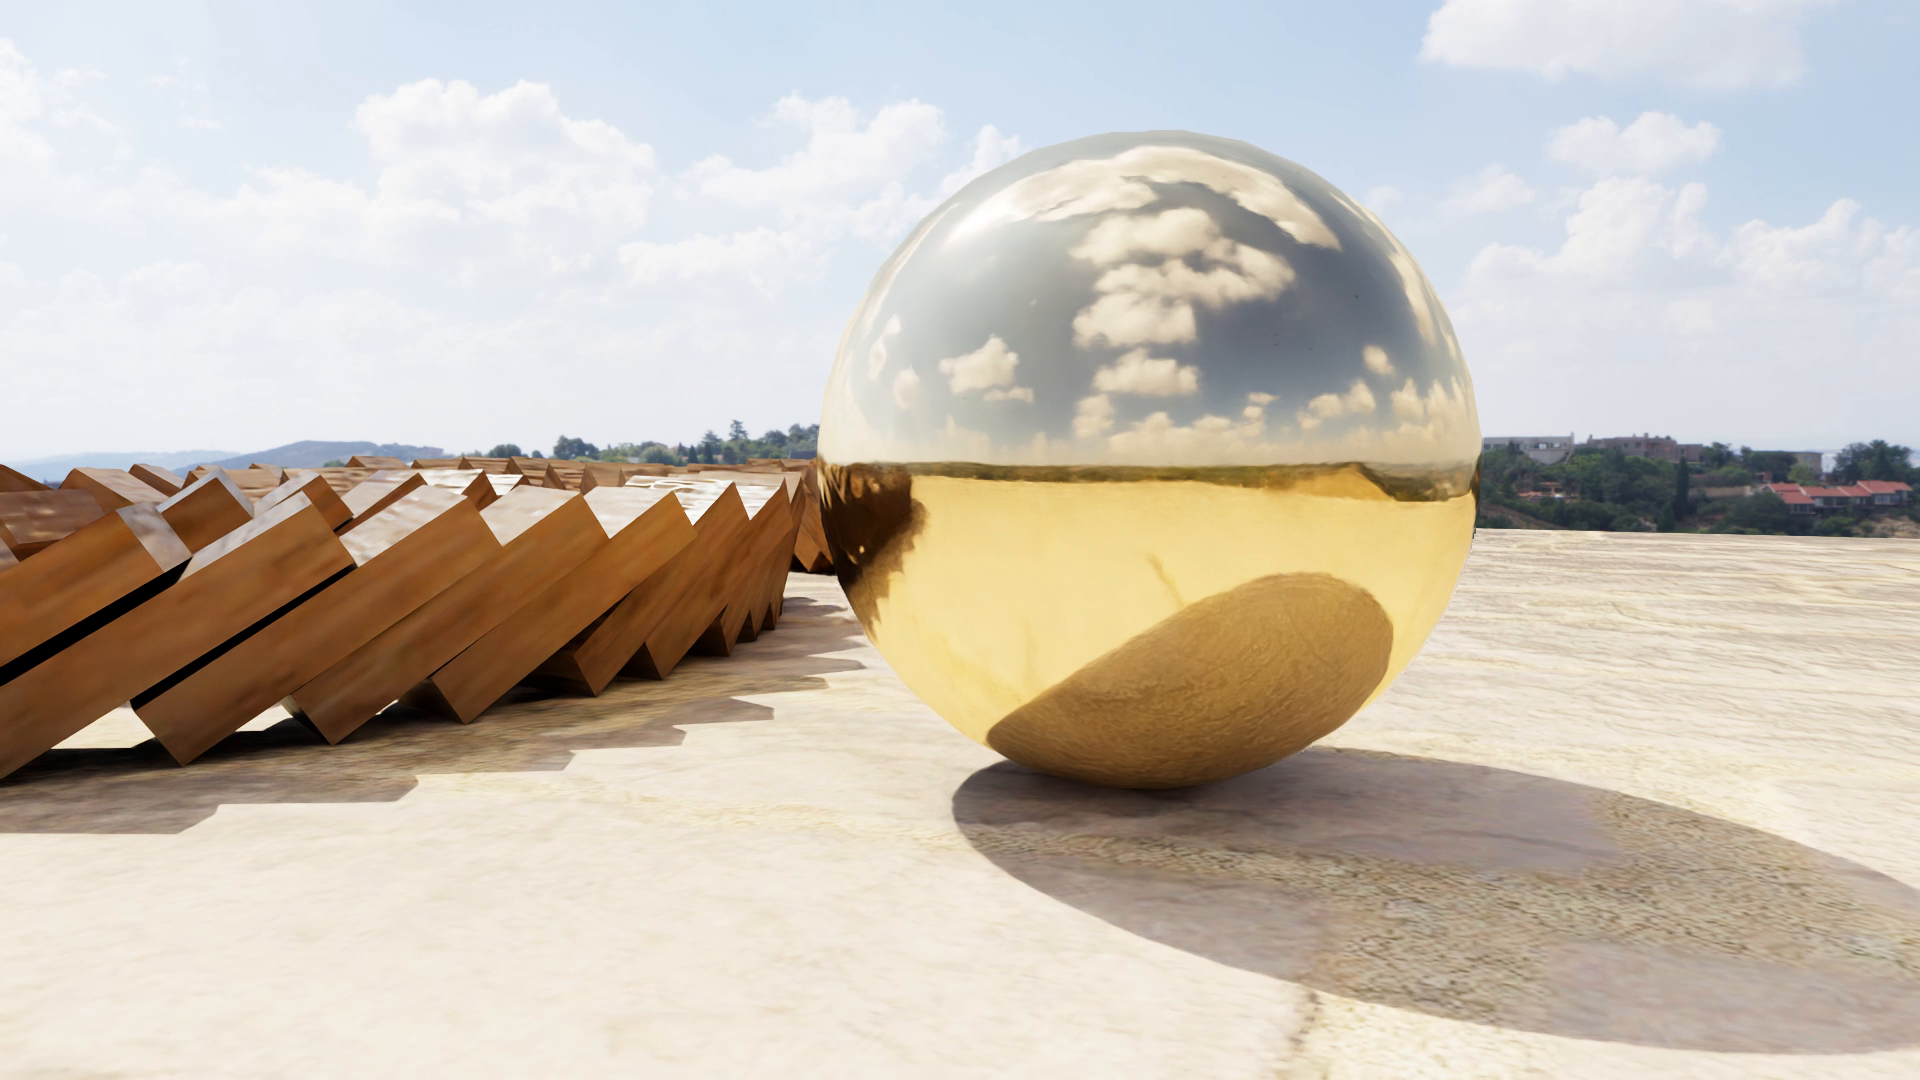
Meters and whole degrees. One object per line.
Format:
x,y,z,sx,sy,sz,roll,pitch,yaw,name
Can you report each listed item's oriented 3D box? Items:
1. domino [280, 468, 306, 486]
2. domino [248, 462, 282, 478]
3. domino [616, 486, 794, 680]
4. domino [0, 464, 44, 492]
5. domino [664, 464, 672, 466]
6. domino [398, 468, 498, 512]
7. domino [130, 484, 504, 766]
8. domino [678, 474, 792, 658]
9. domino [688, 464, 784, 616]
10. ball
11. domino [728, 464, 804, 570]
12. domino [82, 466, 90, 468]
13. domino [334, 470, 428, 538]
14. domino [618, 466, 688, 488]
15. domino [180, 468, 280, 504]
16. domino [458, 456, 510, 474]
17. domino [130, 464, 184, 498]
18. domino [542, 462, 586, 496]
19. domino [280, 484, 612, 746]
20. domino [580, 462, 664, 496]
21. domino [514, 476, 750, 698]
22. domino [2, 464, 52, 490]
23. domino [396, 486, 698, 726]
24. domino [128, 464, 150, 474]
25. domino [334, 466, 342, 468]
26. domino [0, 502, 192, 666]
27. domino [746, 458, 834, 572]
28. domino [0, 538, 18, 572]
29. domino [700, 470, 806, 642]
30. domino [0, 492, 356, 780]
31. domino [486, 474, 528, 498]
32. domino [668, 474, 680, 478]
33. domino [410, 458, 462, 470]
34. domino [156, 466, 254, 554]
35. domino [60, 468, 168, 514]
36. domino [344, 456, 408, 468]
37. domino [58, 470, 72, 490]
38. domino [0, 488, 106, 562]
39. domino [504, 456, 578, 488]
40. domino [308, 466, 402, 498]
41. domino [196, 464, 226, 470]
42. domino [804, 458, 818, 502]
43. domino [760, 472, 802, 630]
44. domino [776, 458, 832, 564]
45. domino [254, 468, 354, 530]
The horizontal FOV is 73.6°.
-0.162,-0.001,0.347,0.025,0.009,0.050,-5,40,-48,domino
-0.239,-0.011,0.478,0.050,0.009,0.025,32,-5,-11,domino
-0.056,0.007,0.252,0.025,0.009,0.050,2,36,26,domino
-0.263,-0.005,0.378,0.025,0.010,0.050,4,-31,47,domino
-0.101,-0.011,0.472,0.050,0.009,0.025,38,20,24,domino
-0.125,0.003,0.277,0.025,0.009,0.050,2,40,21,domino
-0.095,0.010,0.188,0.050,0.010,0.025,-39,27,-26,domino
-0.055,0.004,0.275,0.025,0.010,0.050,1,37,9,domino
-0.059,-0.001,0.332,0.025,0.009,0.050,2,38,-11,domino
0.022,-0.010,0.160,0.080,0.080,0.080,0,4,0,ball
-0.067,-0.009,0.451,0.025,0.009,0.050,-5,39,-49,domino
-0.288,-0.009,0.455,0.050,0.010,0.025,33,-10,-23,domino
-0.129,0.005,0.254,0.025,0.009,0.050,5,42,49,domino
-0.079,-0.003,0.366,0.025,0.009,0.050,-2,39,-30,domino
-0.185,-0.001,0.350,0.050,0.010,0.025,36,14,13,domino
-0.137,-0.008,0.412,0.050,0.009,0.025,42,20,22,domino
-0.234,-0.006,0.404,0.050,0.009,0.025,33,-8,-16,domino
-0.106,-0.005,0.393,0.025,0.009,0.050,-3,41,-44,domino
-0.082,0.010,0.200,0.050,0.009,0.025,-41,29,-29,domino
-0.092,-0.004,0.381,0.025,0.010,0.050,-2,39,-37,domino
-0.063,0.007,0.236,0.025,0.010,0.050,4,39,28,domino
-0.305,-0.008,0.441,0.050,0.009,0.025,36,-19,-32,domino
-0.071,0.009,0.215,0.025,0.009,0.050,4,38,44,domino
-0.273,-0.010,0.462,0.050,0.009,0.025,34,-10,-23,domino
-0.217,-0.011,0.483,0.050,0.010,0.025,31,1,-7,domino
-0.127,0.013,0.165,0.050,0.009,0.025,-35,17,-17,domino
-0.053,-0.009,0.441,0.025,0.009,0.050,-3,41,-44,domino
-0.146,0.014,0.155,0.050,0.010,0.025,-33,11,-9,domino
-0.053,0.002,0.294,0.025,0.009,0.050,3,38,7,domino
-0.110,0.012,0.176,0.050,0.010,0.025,-37,22,-21,domino
-0.122,0.003,0.296,0.025,0.010,0.050,1,37,15,domino
-0.065,-0.001,0.348,0.025,0.010,0.050,-1,36,-15,domino
-0.153,-0.007,0.415,0.050,0.009,0.025,40,17,15,domino
-0.154,0.006,0.232,0.050,0.010,0.025,-40,24,-18,domino
-0.208,-0.001,0.341,0.050,0.009,0.025,34,-3,-10,domino
-0.173,-0.008,0.416,0.050,0.009,0.025,38,6,3,domino
-0.248,-0.005,0.396,0.050,0.009,0.025,34,-8,-21,domino
-0.175,0.009,0.218,0.050,0.010,0.025,-32,4,1,domino
-0.121,-0.007,0.405,0.025,0.009,0.050,1,37,-52,domino
-0.150,-0.001,0.335,0.025,0.009,0.050,-4,41,-47,domino
-0.255,-0.010,0.472,0.050,0.009,0.025,32,-5,-15,domino
-0.029,-0.008,0.418,0.025,0.010,0.050,-1,40,-38,domino
-0.054,0.002,0.311,0.025,0.009,0.050,0,37,3,domino
-0.040,-0.008,0.429,0.025,0.009,0.050,-2,41,-41,domino
-0.141,0.006,0.241,0.050,0.010,0.025,-41,25,-22,domino
